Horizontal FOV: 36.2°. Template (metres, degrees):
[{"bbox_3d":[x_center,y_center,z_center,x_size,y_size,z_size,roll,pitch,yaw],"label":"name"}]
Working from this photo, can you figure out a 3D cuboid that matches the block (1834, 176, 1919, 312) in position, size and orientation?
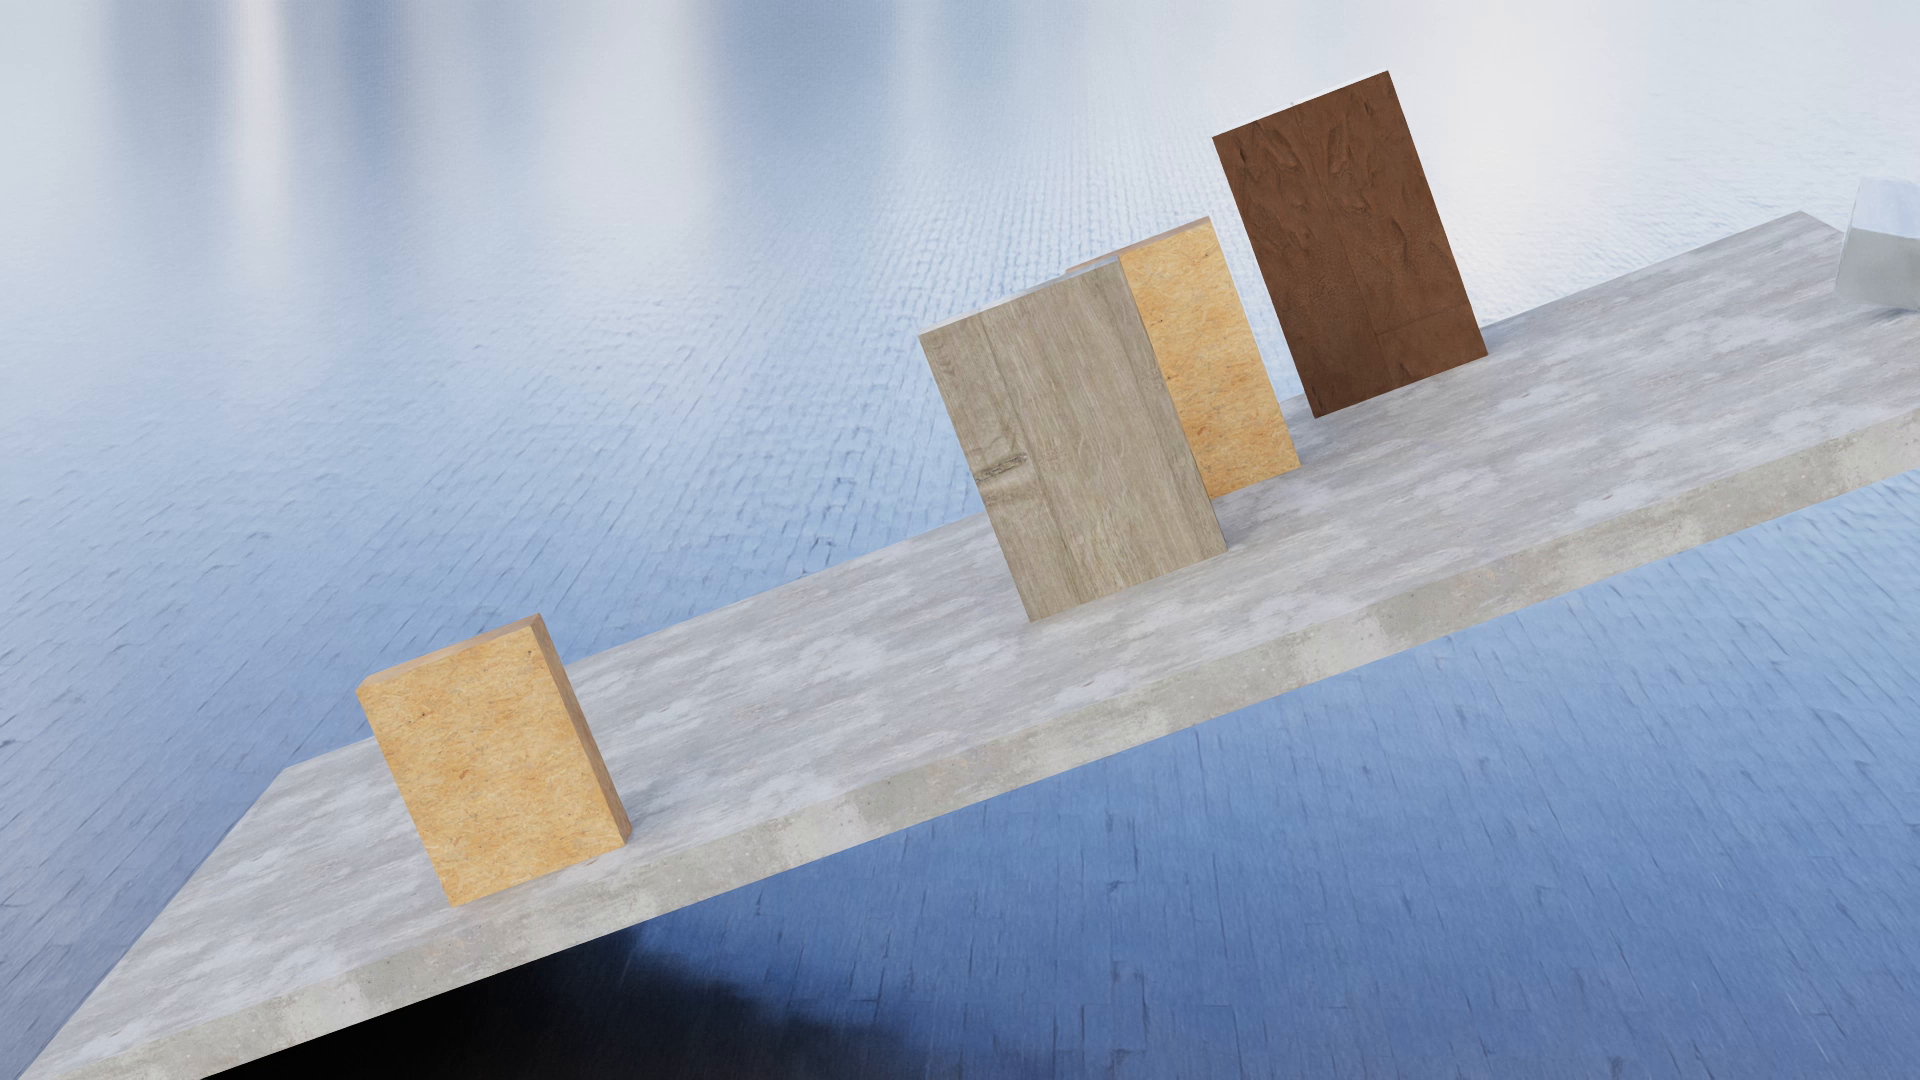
[{"bbox_3d":[1.811,-0.575,5.714,0.171,0.171,0.171,13,46,14],"label":"block"}]

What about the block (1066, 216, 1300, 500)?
[{"bbox_3d":[0.489,-0.378,6.452,0.336,0.576,0.106,-20,12,7],"label":"block"}]

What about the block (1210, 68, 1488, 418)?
[{"bbox_3d":[0.899,-0.682,6.789,0.424,0.699,0.087,-20,12,7],"label":"block"}]

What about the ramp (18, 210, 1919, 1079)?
[{"bbox_3d":[0.120,0.175,6.294,4.000,0.100,2.000,-20,12,7],"label":"ramp"}]

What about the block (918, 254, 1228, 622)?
[{"bbox_3d":[0.231,-0.203,5.973,0.429,0.636,0.081,-20,12,7],"label":"block"}]

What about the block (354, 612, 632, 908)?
[{"bbox_3d":[-0.883,0.420,5.594,0.360,0.461,0.098,-20,12,7],"label":"block"}]
